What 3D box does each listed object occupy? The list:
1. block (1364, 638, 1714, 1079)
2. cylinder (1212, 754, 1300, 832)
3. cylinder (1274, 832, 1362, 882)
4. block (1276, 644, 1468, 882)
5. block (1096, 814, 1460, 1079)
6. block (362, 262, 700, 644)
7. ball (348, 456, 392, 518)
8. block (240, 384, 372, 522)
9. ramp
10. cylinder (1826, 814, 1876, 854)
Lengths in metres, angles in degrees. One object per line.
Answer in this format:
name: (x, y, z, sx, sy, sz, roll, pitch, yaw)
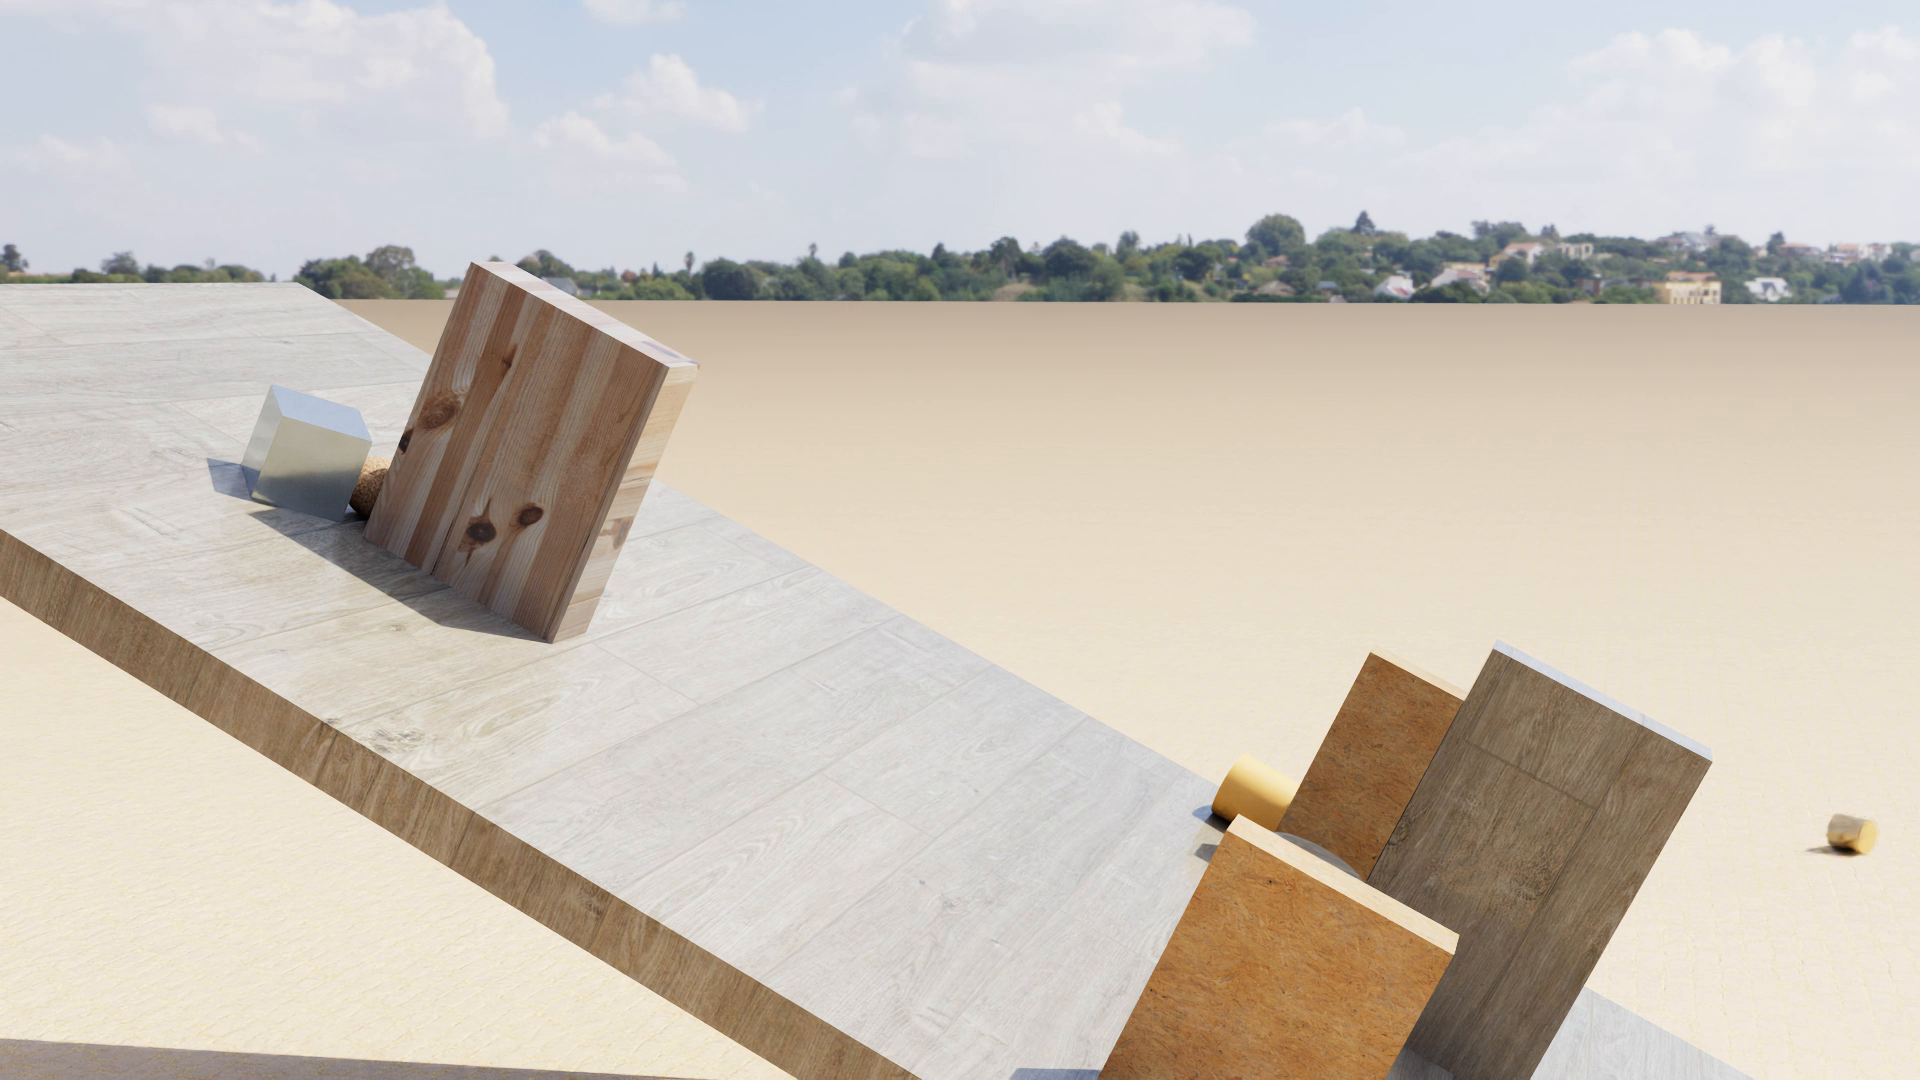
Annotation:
block: (0.982, 0.599, 3.960, 0.414, 0.727, 0.108, 28, 14, 12)
cylinder: (0.645, 0.561, 4.747, 0.148, 0.148, 0.148, 30, 18, 19)
cylinder: (0.625, 0.686, 4.136, 0.196, 0.196, 0.196, 24, 14, -6)
block: (0.900, 0.528, 4.549, 0.359, 0.508, 0.097, 28, 14, 12)
block: (0.459, 0.698, 3.232, 0.360, 0.461, 0.098, 28, 14, 12)
block: (-0.792, -0.164, 4.048, 0.430, 0.561, 0.134, 28, 14, 12)
ball: (-1.111, -0.100, 4.188, 0.120, 0.120, 0.120, 0, 7, 0)
block: (-1.224, -0.162, 4.116, 0.171, 0.171, 0.171, 17, 16, -30)
ramp: (-0.256, 0.433, 4.166, 4.000, 0.100, 2.000, 28, 14, 12)
cylinder: (2.867, 0.944, 7.070, 0.110, 0.110, 0.110, -5, 10, -38)
